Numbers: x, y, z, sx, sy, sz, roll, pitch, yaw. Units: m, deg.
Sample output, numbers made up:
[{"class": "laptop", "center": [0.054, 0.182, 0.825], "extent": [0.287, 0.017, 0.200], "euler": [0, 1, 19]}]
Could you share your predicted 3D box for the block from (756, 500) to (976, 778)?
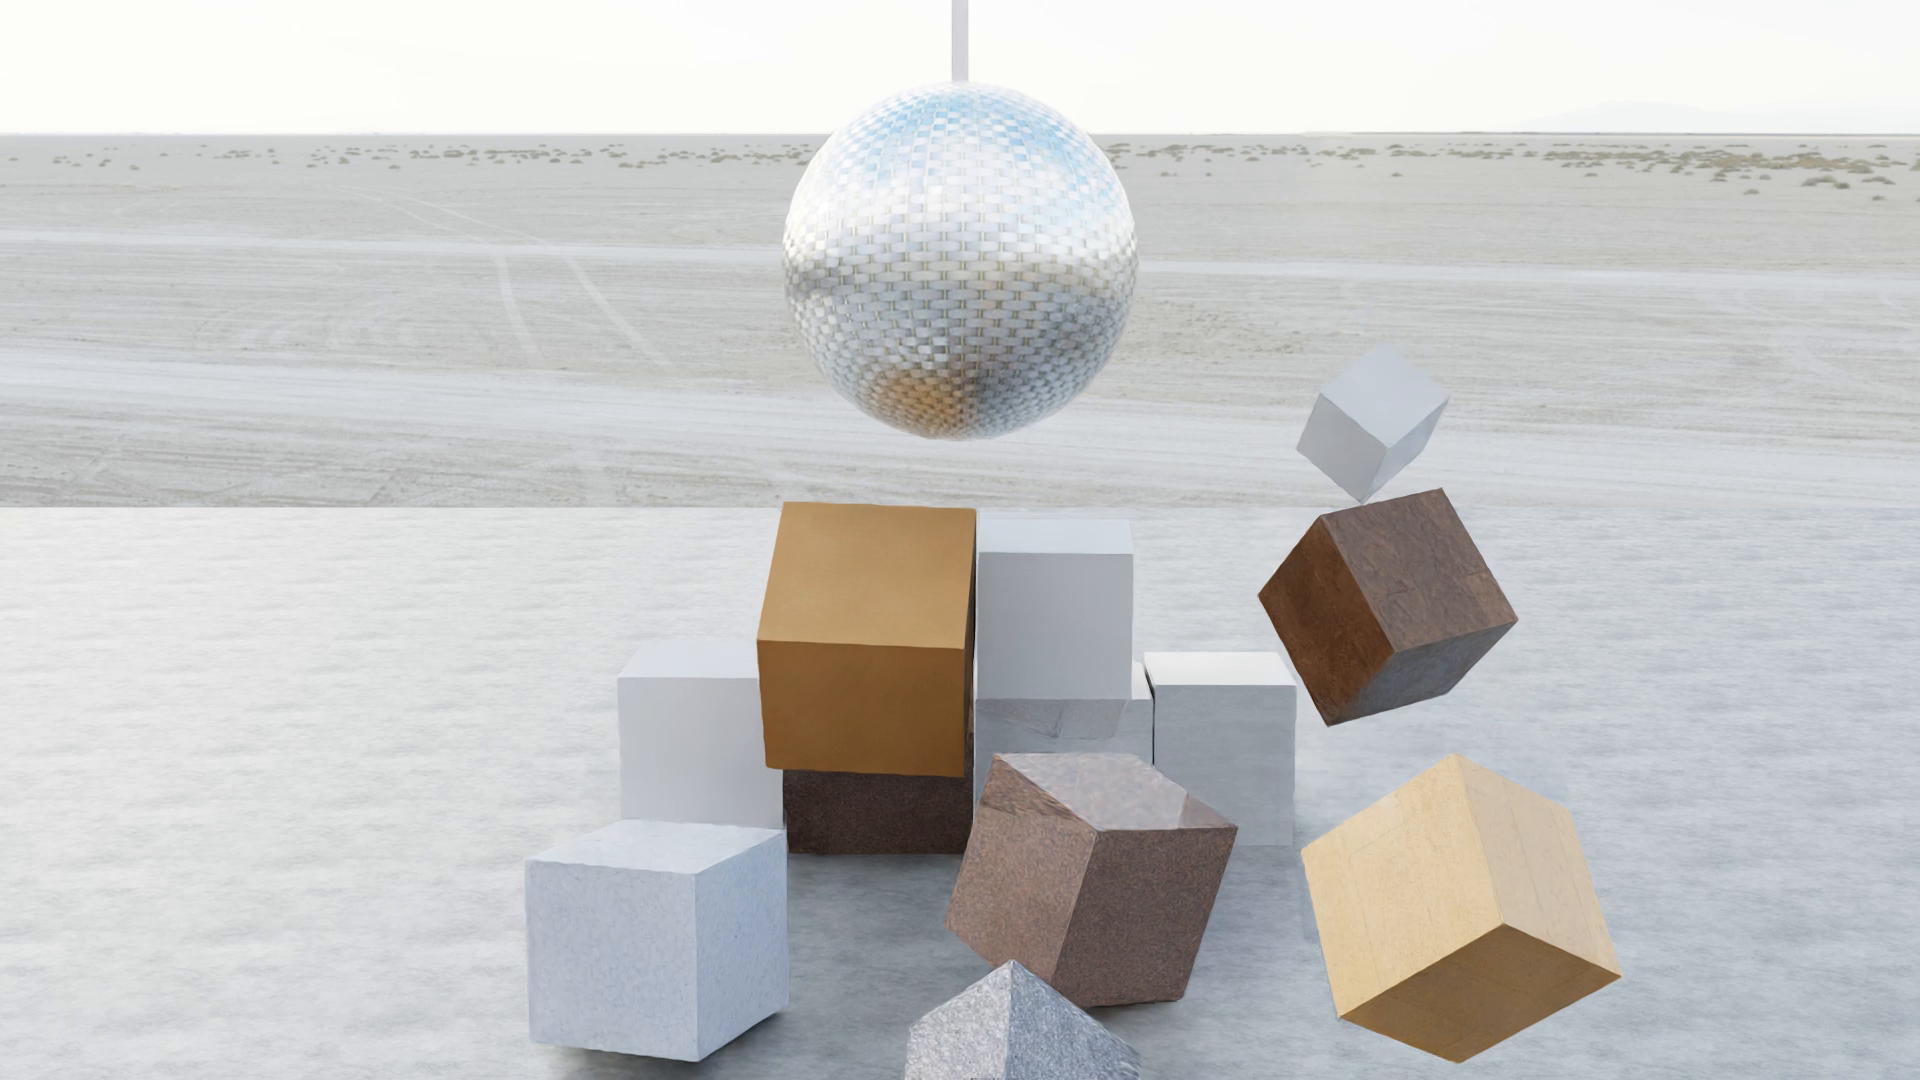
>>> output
[{"class": "block", "center": [-0.412, 0.457, 10.332], "extent": [0.921, 0.808, 0.983], "euler": [2, 40, 3]}]

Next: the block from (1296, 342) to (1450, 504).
[{"class": "block", "center": [2.219, -0.630, 11.841], "extent": [0.533, 0.527, 0.478], "euler": [-38, 69, -27]}]

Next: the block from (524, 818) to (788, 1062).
[{"class": "block", "center": [-1.179, 1.550, 8.664], "extent": [0.729, 0.712, 0.792], "euler": [2, 5, 21]}]

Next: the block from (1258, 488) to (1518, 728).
[{"class": "block", "center": [1.907, 0.303, 9.880], "extent": [0.688, 0.710, 0.680], "euler": [-12, -28, -27]}]

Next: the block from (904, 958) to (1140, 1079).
[{"class": "block", "center": [0.195, 1.791, 7.000], "extent": [0.475, 0.594, 0.522], "euler": [-38, 25, 27]}]

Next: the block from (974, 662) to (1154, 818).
[{"class": "block", "center": [0.519, 1.098, 11.393], "extent": [0.887, 0.763, 0.778], "euler": [0, 10, 0]}]

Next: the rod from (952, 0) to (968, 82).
[{"class": "rod", "center": [0.000, -4.639, 9.860], "extent": [0.080, 5.200, 0.080], "euler": [0, 0, 0]}]

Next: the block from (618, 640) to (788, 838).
[{"class": "block", "center": [-1.283, 1.042, 11.378], "extent": [0.815, 0.878, 0.803], "euler": [0, 10, 2]}]

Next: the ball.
[{"class": "ball", "center": [0.000, -1.239, 9.854], "extent": [1.600, 1.600, 1.600], "euler": [0, 10, 0]}]

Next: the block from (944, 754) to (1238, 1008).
[{"class": "block", "center": [0.530, 1.380, 9.014], "extent": [0.766, 0.783, 0.694], "euler": [4, 18, -38]}]

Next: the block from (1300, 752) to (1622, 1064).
[{"class": "block", "center": [1.674, 1.252, 7.414], "extent": [0.621, 0.699, 0.652], "euler": [26, 40, -32]}]

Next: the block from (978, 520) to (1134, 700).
[{"class": "block", "center": [0.480, 0.342, 11.206], "extent": [0.767, 0.750, 0.710], "euler": [0, 14, 2]}]

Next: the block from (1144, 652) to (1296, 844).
[{"class": "block", "center": [1.325, 1.067, 11.374], "extent": [0.705, 0.832, 0.710], "euler": [0, 10, 0]}]

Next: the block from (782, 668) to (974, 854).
[{"class": "block", "center": [-0.393, 0.929, 11.059], "extent": [0.918, 0.847, 0.974], "euler": [0, 40, 0]}]
